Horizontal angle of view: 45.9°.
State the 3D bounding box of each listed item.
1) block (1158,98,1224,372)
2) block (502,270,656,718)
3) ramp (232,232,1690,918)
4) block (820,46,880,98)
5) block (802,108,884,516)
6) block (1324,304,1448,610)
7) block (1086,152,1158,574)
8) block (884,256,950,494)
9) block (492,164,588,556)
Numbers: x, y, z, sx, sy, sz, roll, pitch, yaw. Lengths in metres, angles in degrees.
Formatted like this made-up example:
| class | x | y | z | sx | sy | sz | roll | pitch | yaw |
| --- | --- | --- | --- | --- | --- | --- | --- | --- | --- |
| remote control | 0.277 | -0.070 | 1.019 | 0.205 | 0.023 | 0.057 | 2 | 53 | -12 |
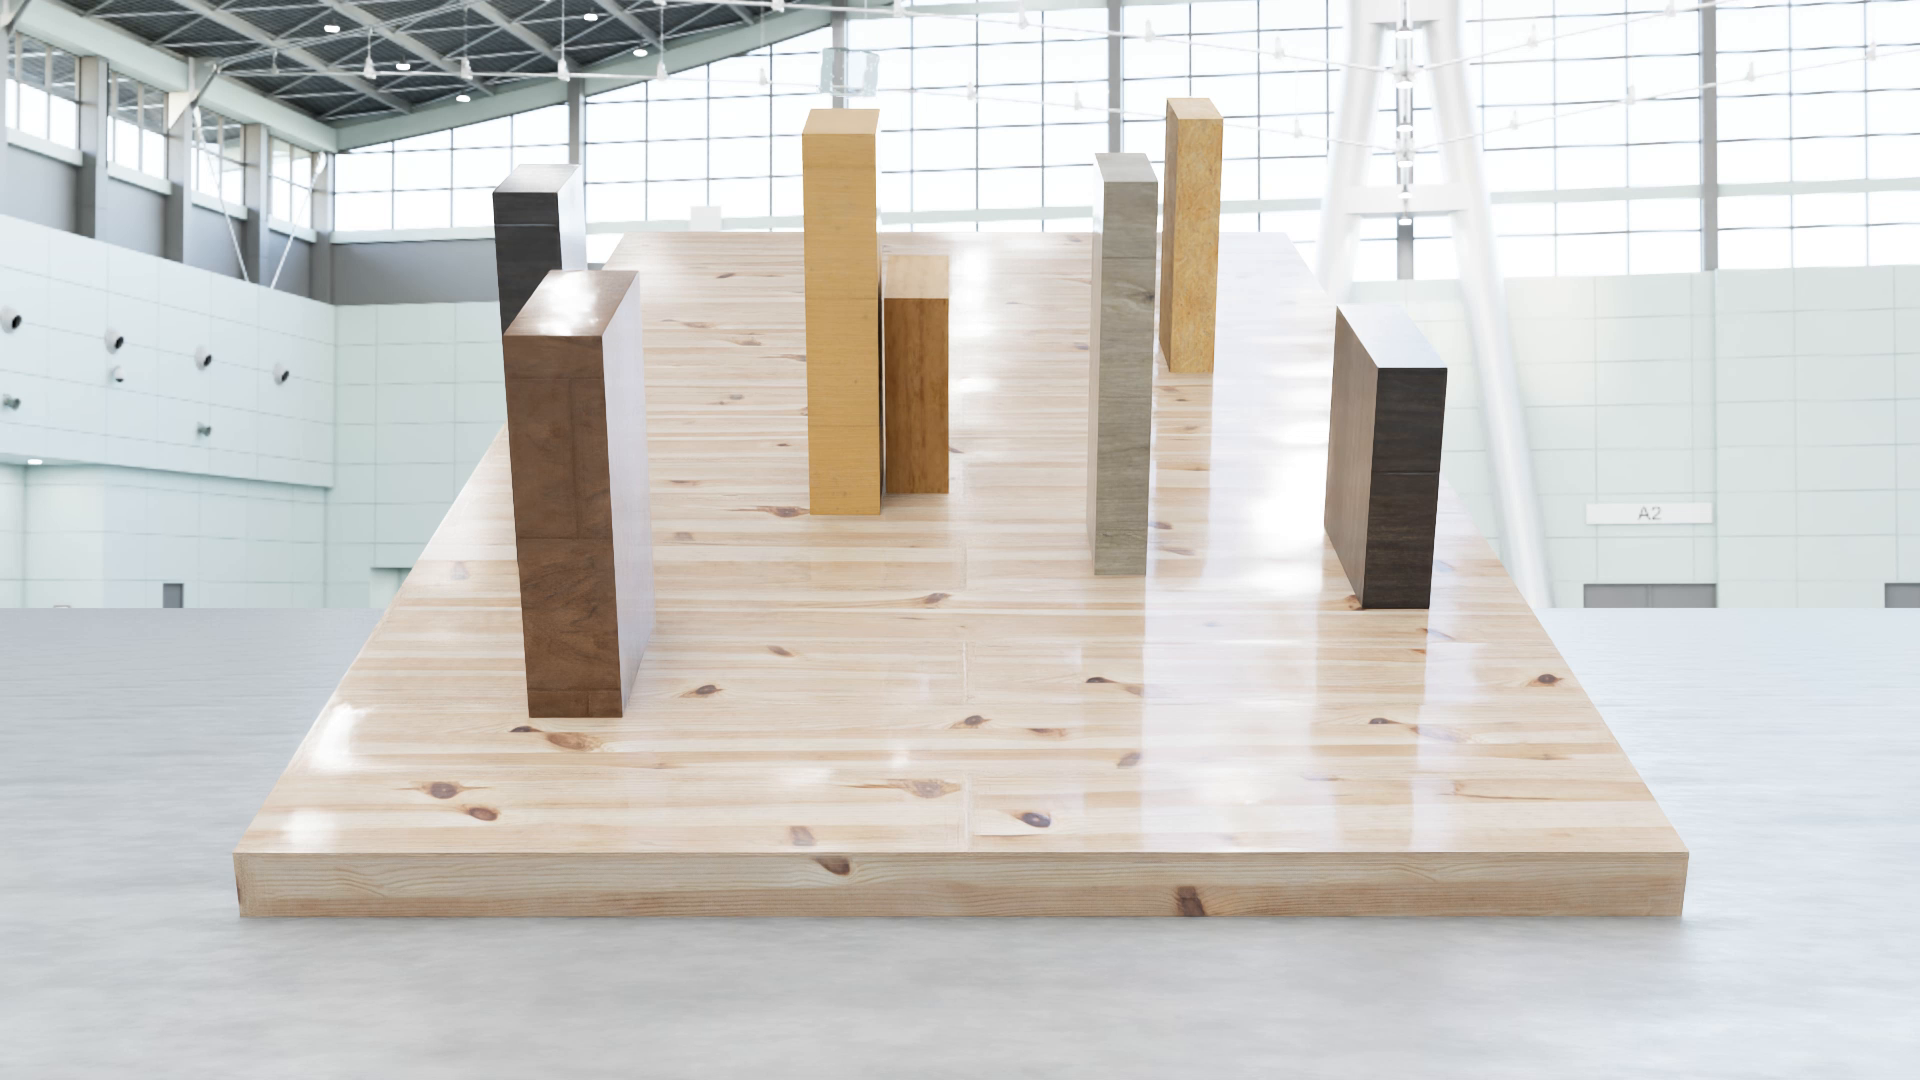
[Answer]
| class | x | y | z | sx | sy | sz | roll | pitch | yaw |
| --- | --- | --- | --- | --- | --- | --- | --- | --- | --- |
| block | 0.551 | -0.734 | 5.436 | 0.104 | 0.602 | 0.316 | 0 | 20 | 0 |
| block | -0.598 | -0.083 | 3.618 | 0.146 | 0.613 | 0.420 | 0 | 20 | 0 |
| ramp | -0.005 | -0.206 | 5.007 | 2.000 | 0.100 | 4.000 | 0 | 20 | 0 |
| block | -0.315 | -1.334 | 6.469 | 0.124 | 0.124 | 0.124 | 8 | 7 | 21 |
| block | -0.224 | -0.448 | 4.434 | 0.137 | 0.744 | 0.291 | 0 | 20 | 0 |
| block | 0.761 | -0.159 | 4.093 | 0.118 | 0.437 | 0.438 | 0 | 20 | 0 |
| block | 0.292 | -0.321 | 4.124 | 0.094 | 0.719 | 0.275 | 0 | 20 | 0 |
| block | -0.086 | -0.346 | 4.656 | 0.127 | 0.401 | 0.374 | 0 | 20 | 0 |
| block | -0.755 | -0.324 | 4.169 | 0.114 | 0.690 | 0.270 | 0 | 20 | 0 |
